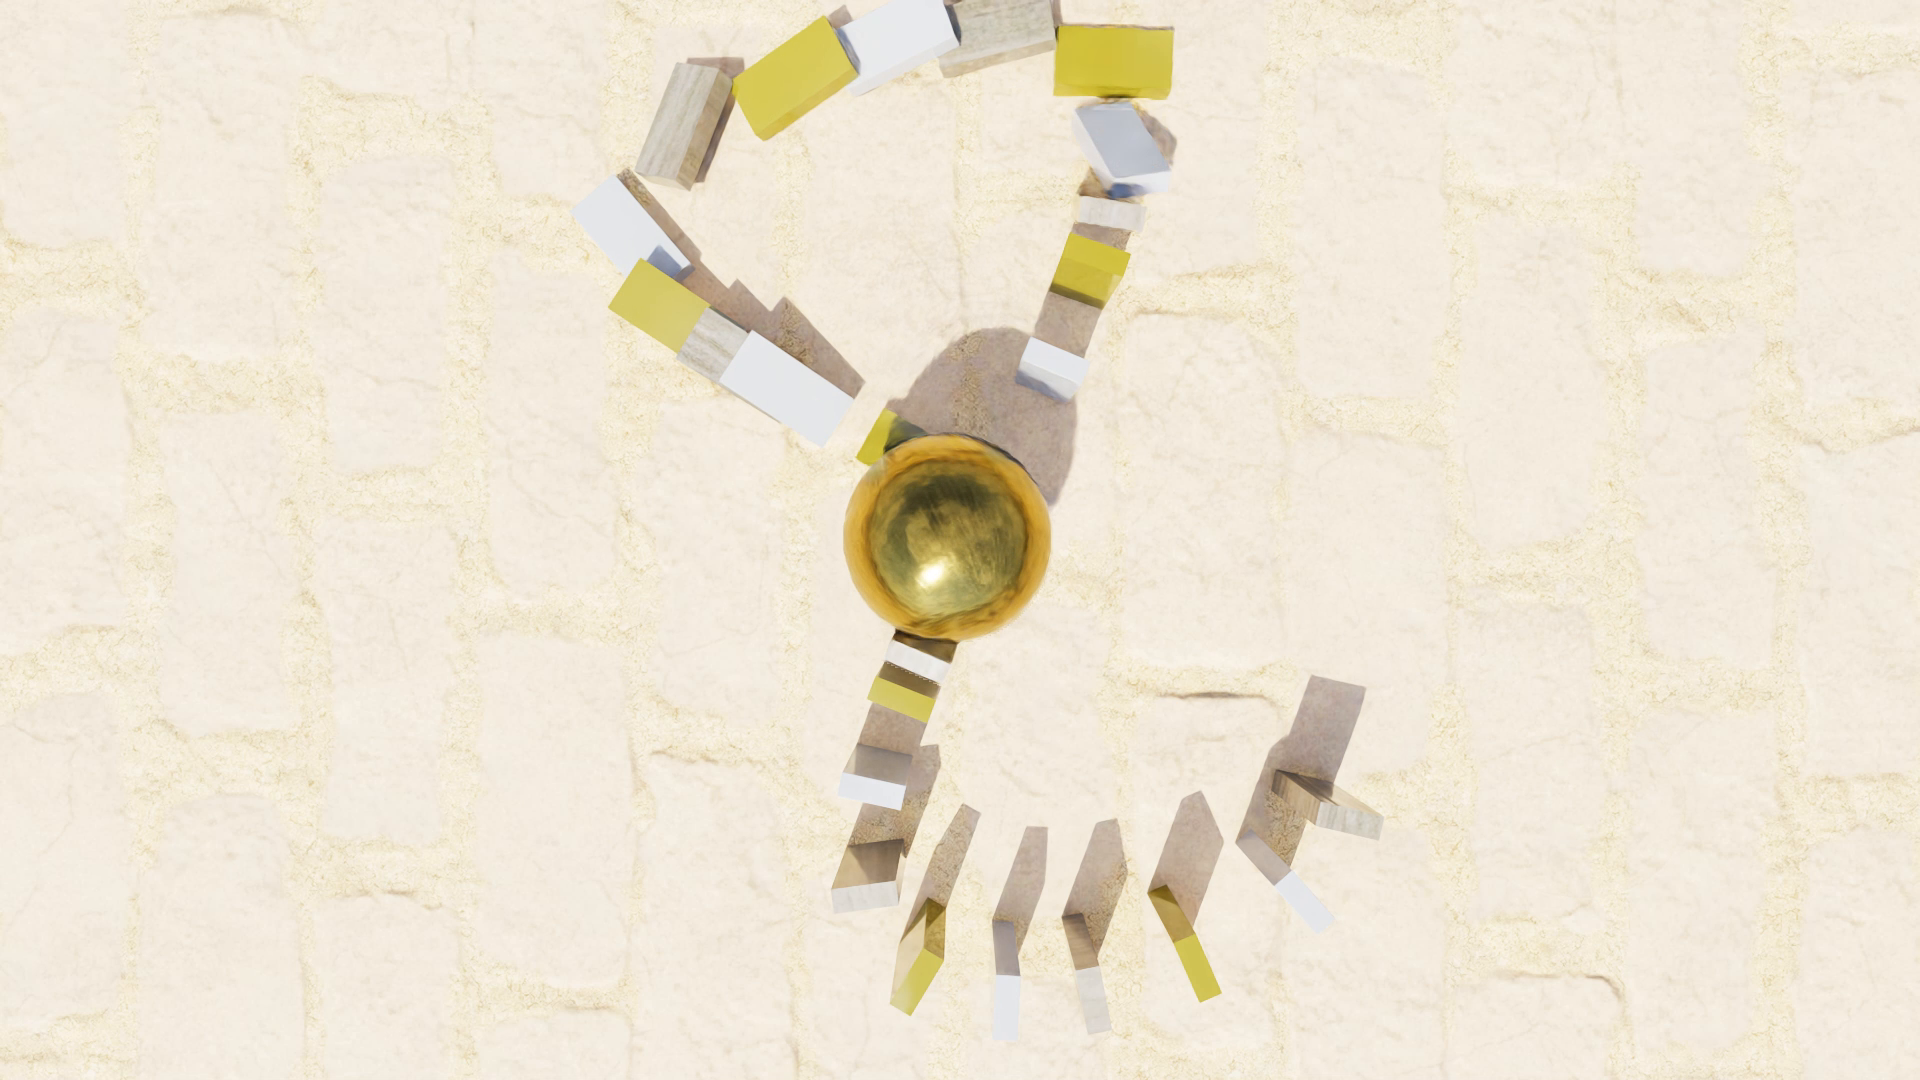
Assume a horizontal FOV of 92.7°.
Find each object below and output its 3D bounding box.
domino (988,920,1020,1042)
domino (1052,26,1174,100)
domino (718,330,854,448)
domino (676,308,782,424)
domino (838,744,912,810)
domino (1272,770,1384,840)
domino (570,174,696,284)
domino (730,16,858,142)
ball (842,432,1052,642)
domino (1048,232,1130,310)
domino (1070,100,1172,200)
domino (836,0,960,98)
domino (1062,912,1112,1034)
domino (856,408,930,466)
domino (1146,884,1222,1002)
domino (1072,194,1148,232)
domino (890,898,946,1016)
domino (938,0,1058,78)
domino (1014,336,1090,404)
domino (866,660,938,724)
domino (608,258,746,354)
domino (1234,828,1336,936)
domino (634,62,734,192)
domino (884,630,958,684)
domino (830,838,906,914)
[{"bbox_3d":[0.018,0.179,0.375,0.010,0.050,0.025,3,90,0],"label":"domino"},{"bbox_3d":[0.066,-0.206,0.395,0.050,0.009,0.025,2,90,0],"label":"domino"},{"bbox_3d":[-0.073,-0.063,0.385,0.050,0.009,0.025,33,90,-16],"label":"domino"},{"bbox_3d":[-0.092,-0.073,0.389,0.050,0.009,0.025,32,90,-16],"label":"domino"},{"bbox_3d":[-0.034,0.096,0.375,0.025,0.050,0.010,12,90,0],"label":"domino"},{"bbox_3d":[0.149,0.107,0.375,0.025,0.050,0.010,13,90,0],"label":"domino"},{"bbox_3d":[-0.141,-0.129,0.395,0.025,0.009,0.050,-41,90,0],"label":"domino"},{"bbox_3d":[-0.071,-0.196,0.390,0.050,0.010,0.025,-28,90,12],"label":"domino"},{"bbox_3d":[-0.005,-0.001,0.352,0.080,0.080,0.080,0,90,0],"label":"ball"},{"bbox_3d":[0.052,-0.109,0.375,0.025,0.050,0.010,19,90,0],"label":"domino"},{"bbox_3d":[0.066,-0.163,0.381,0.025,0.010,0.050,-11,58,-9],"label":"domino"},{"bbox_3d":[-0.028,-0.213,0.390,0.050,0.009,0.025,-20,90,14],"label":"domino"},{"bbox_3d":[0.051,0.176,0.375,0.009,0.050,0.025,-11,90,0],"label":"domino"},{"bbox_3d":[-0.017,-0.033,0.395,0.050,0.010,0.025,30,90,0],"label":"domino"},{"bbox_3d":[0.091,0.164,0.375,0.010,0.050,0.025,-24,90,0],"label":"domino"},{"bbox_3d":[0.060,-0.134,0.375,0.025,0.050,0.009,9,111,0],"label":"domino"},{"bbox_3d":[-0.016,0.169,0.375,0.009,0.050,0.025,31,90,0],"label":"domino"},{"bbox_3d":[0.015,-0.217,0.391,0.050,0.010,0.025,-9,90,11],"label":"domino"},{"bbox_3d":[0.037,-0.069,0.375,0.025,0.050,0.010,23,90,0],"label":"domino"},{"bbox_3d":[-0.022,0.061,0.375,0.025,0.050,0.009,22,90,0],"label":"domino"},{"bbox_3d":[-0.120,-0.094,0.389,0.050,0.009,0.025,33,90,-15],"label":"domino"},{"bbox_3d":[0.132,0.139,0.375,0.010,0.050,0.025,-42,90,0],"label":"domino"},{"bbox_3d":[-0.118,-0.176,0.390,0.025,0.009,0.050,21,90,25],"label":"domino"},{"bbox_3d":[-0.013,0.038,0.375,0.025,0.050,0.009,23,113,0],"label":"domino"},{"bbox_3d":[-0.036,0.137,0.375,0.025,0.050,0.010,-8,90,0],"label":"domino"}]
